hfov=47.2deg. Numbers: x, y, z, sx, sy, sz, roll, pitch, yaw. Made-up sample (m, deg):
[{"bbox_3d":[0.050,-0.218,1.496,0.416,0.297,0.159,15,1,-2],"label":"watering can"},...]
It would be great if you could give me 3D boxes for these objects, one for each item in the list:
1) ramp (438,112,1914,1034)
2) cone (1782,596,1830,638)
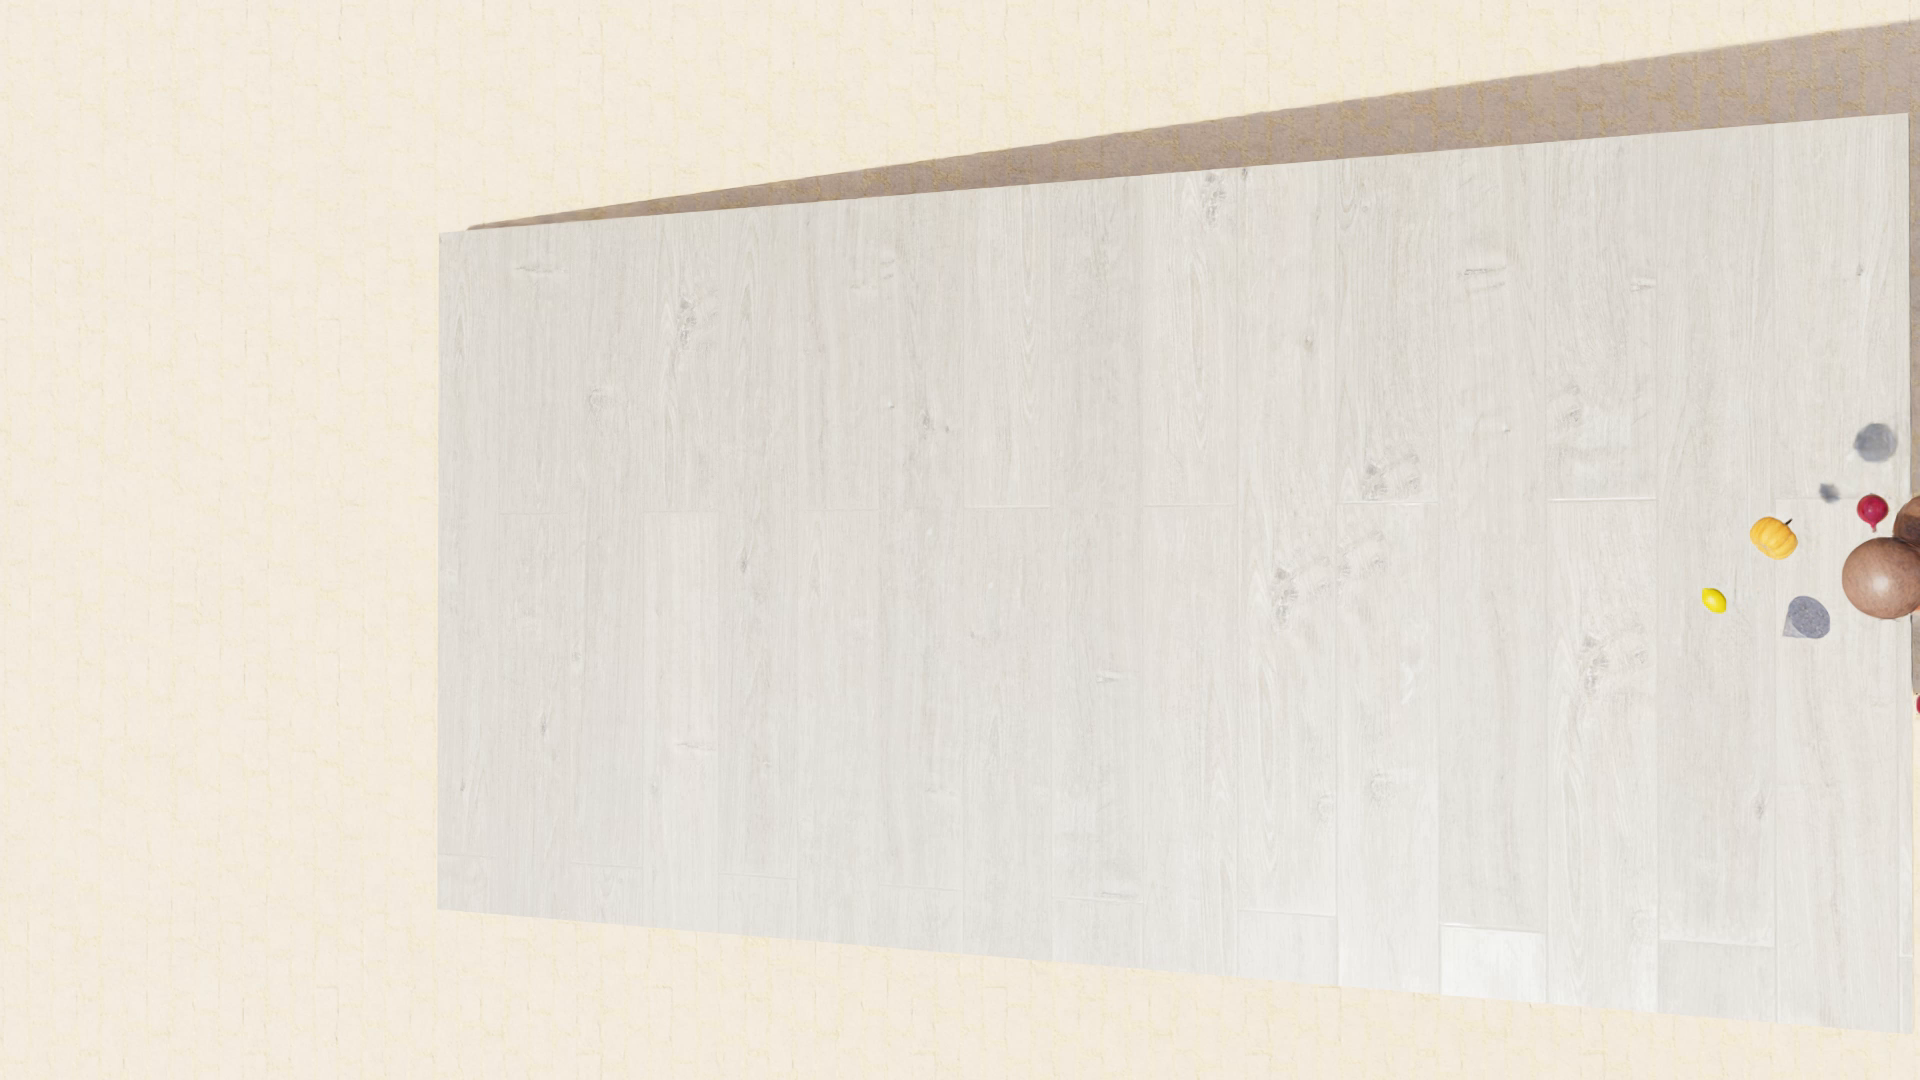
[{"bbox_3d":[0.281,0.081,5.682,4.000,0.100,2.000,0,89,26],"label":"ramp"},{"bbox_3d":[1.469,0.153,3.865,0.083,0.083,0.083,7,62,-13],"label":"cone"}]
